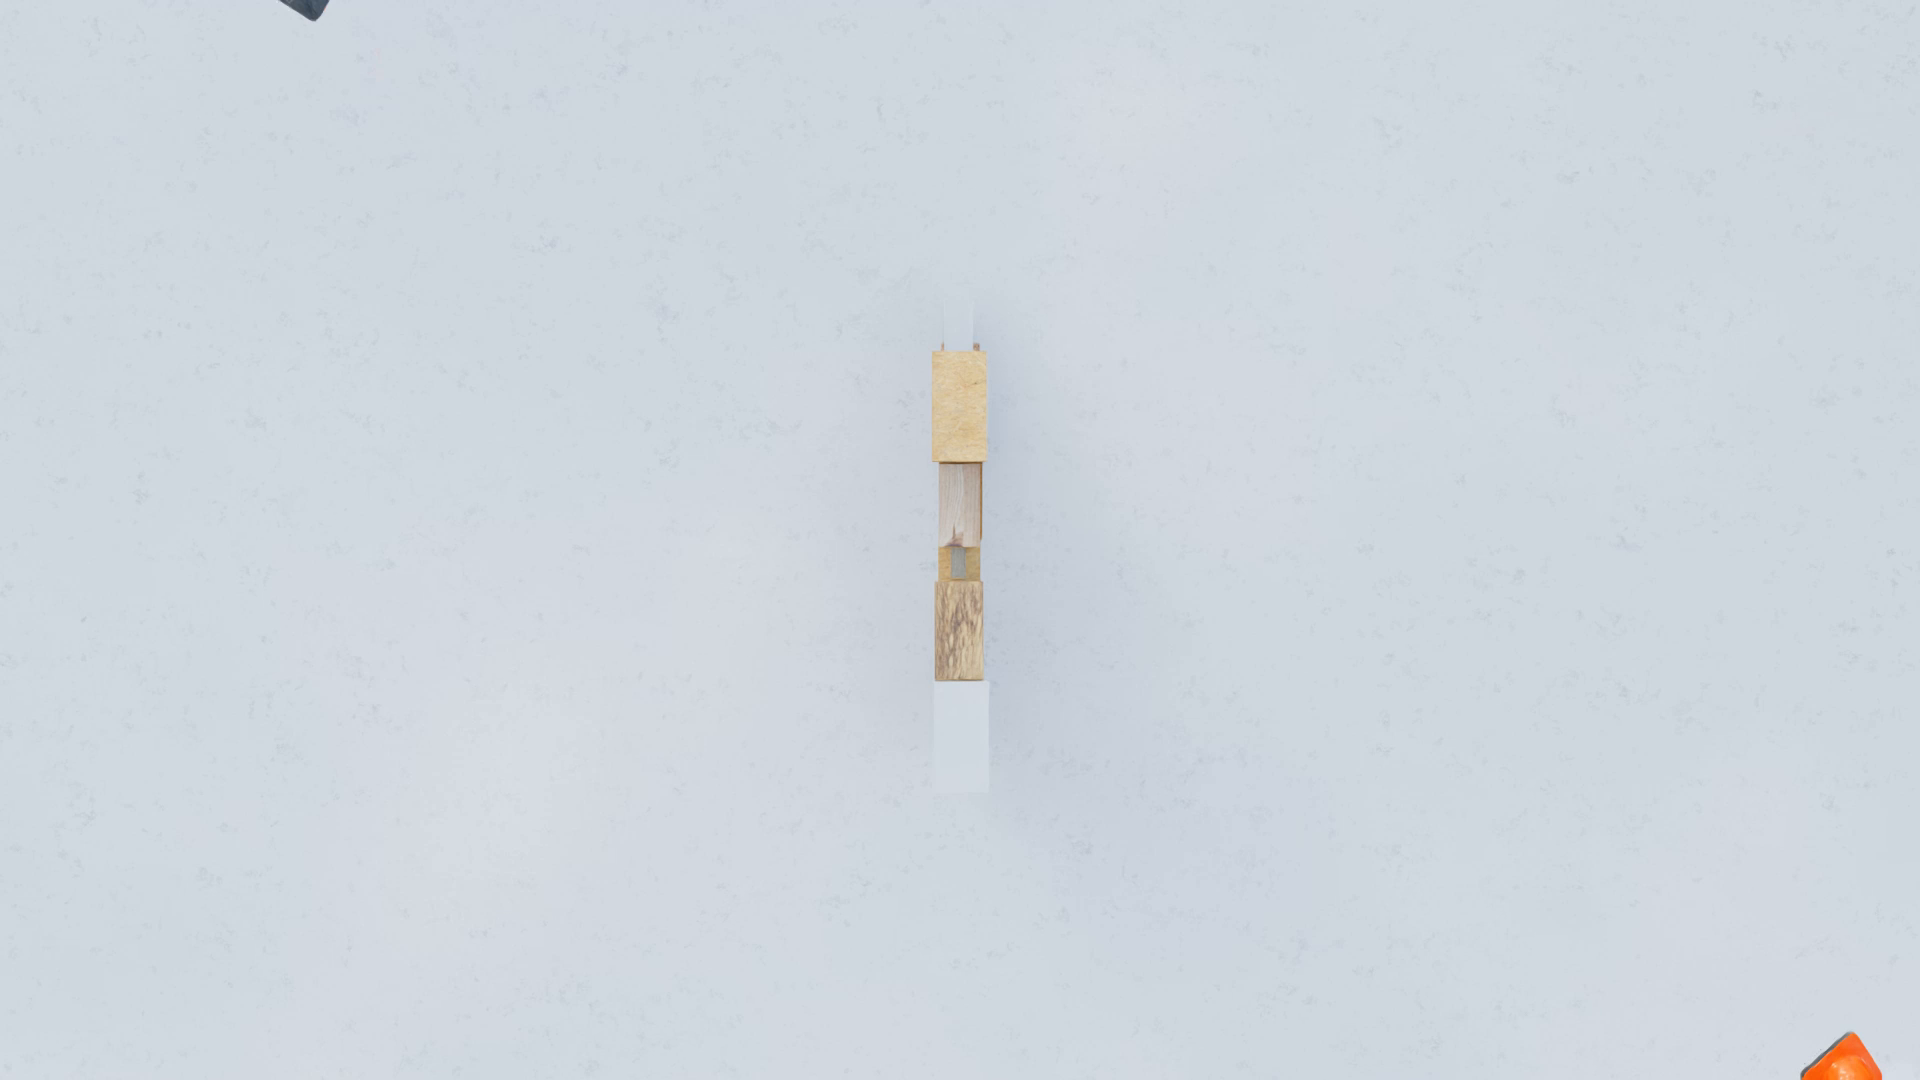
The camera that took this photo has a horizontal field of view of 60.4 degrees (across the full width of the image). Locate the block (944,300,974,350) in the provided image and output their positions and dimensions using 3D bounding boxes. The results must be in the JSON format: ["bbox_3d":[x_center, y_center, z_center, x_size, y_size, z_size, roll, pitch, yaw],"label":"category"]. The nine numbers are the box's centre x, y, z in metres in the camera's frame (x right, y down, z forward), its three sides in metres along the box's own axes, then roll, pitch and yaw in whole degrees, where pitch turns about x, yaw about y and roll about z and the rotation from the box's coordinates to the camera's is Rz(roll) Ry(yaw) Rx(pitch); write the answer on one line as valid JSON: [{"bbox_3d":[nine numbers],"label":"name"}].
[{"bbox_3d":[-0.004,-0.644,5.033,0.087,0.025,0.174,0,90,0],"label":"block"}]

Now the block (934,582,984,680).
[{"bbox_3d":[-0.003,0.264,4.846,0.143,0.040,0.285,0,90,0],"label":"block"}]

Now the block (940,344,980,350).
[{"bbox_3d":[0.001,-0.499,5.237,0.123,0.035,0.246,0,90,0],"label":"block"}]

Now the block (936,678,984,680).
[{"bbox_3d":[-0.003,0.428,5.173,0.153,0.043,0.305,0,90,0],"label":"block"}]

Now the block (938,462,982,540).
[{"bbox_3d":[0.002,-0.138,5.207,0.137,0.039,0.274,0,90,0],"label":"block"}]

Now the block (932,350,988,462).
[{"bbox_3d":[-0.002,-0.391,4.843,0.161,0.046,0.322,0,90,0],"label":"block"}]

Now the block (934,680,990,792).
[{"bbox_3d":[0.004,0.571,4.810,0.160,0.045,0.319,0,90,0],"label":"block"}]

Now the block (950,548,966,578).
[{"bbox_3d":[-0.005,0.070,5.098,0.046,0.013,0.092,0,90,0],"label":"block"}]

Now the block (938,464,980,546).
[{"bbox_3d":[-0.002,-0.103,4.925,0.122,0.035,0.245,0,90,0],"label":"block"}]

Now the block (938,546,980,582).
[{"bbox_3d":[-0.002,0.137,5.215,0.133,0.038,0.266,0,90,0],"label":"block"}]
